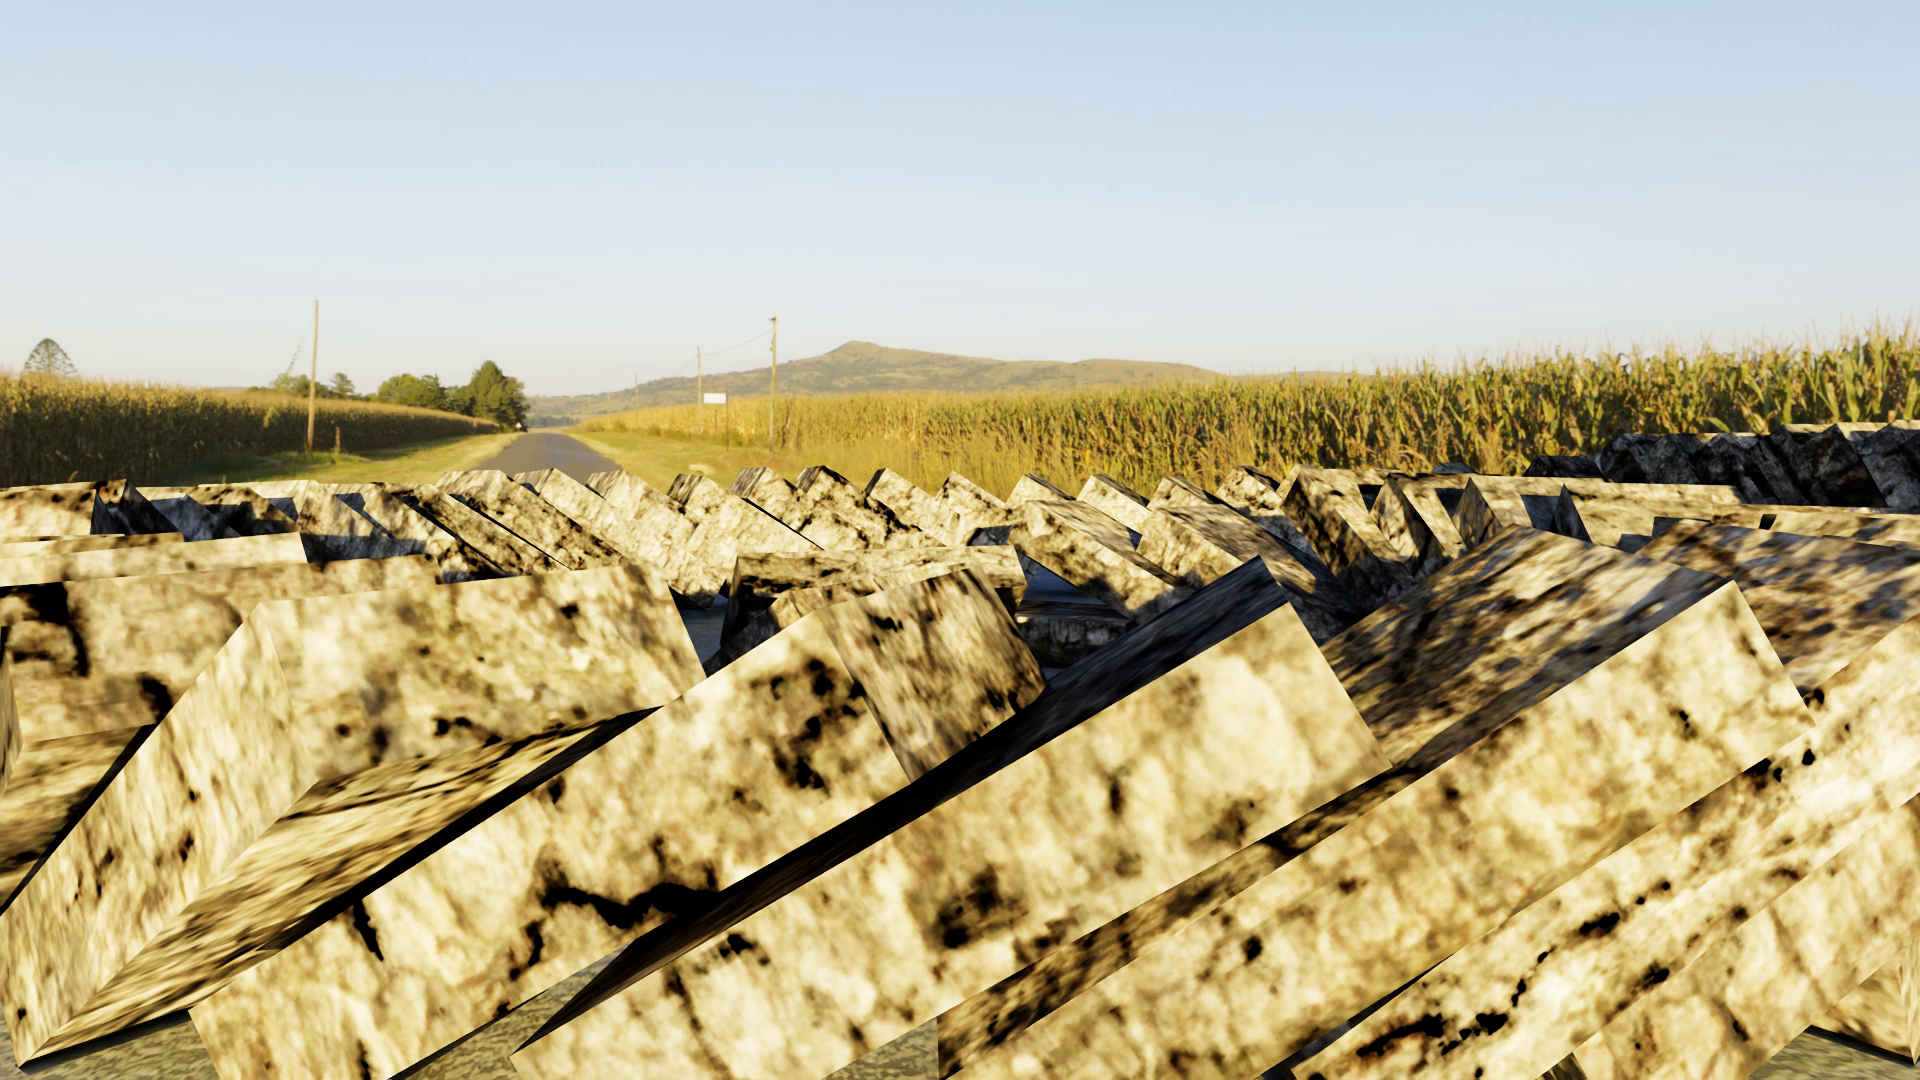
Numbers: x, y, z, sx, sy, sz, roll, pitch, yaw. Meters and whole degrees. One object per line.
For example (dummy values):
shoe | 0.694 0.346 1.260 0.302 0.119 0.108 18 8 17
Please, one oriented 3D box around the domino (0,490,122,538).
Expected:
domino | -0.110 0.012 0.153 0.025 0.009 0.050 -3 -31 -18

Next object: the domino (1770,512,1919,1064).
domino | 0.073 0.017 0.107 0.050 0.010 0.025 -40 27 -26

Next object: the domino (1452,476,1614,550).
domino | 0.099 0.009 0.198 0.025 0.009 0.050 1 39 -6

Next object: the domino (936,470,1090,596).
domino | 0.017 -0.002 0.364 0.050 0.010 0.025 32 2 -1

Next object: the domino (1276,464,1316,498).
domino | 0.111 -0.002 0.348 0.050 0.009 0.025 39 17 20

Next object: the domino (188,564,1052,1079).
domino | -0.020 0.019 0.081 0.050 0.009 0.025 -32 -7 19

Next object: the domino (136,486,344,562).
domino | -0.120 0.008 0.226 0.025 0.009 0.050 0 -29 14

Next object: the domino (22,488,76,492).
domino | -0.118 0.011 0.170 0.025 0.009 0.050 -3 -30 -5

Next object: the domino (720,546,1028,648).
domino | -0.016 0.013 0.229 0.050 0.010 0.025 -2 -40 -21

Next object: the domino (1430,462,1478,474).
domino | 0.144 -0.001 0.330 0.050 0.009 0.025 44 27 25

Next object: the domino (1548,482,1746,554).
domino | 0.103 0.011 0.179 0.025 0.010 0.050 2 39 5

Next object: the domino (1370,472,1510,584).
domino | 0.092 0.008 0.215 0.025 0.010 0.050 0 40 -15

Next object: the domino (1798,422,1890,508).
domino | 0.197 -0.001 0.263 0.025 0.050 0.009 -2 -29 -21

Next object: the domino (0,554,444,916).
domino | -0.059 0.018 0.095 0.025 0.009 0.050 -6 -25 -46

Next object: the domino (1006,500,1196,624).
domino | 0.036 0.008 0.252 0.050 0.010 0.025 32 18 27

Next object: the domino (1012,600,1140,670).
domino | 0.014 0.018 0.259 0.050 0.010 0.025 2 5 26

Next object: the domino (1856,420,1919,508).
domino | 0.200 0.000 0.251 0.025 0.050 0.009 -1 -28 -17

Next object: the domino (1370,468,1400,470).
domino | 0.130 -0.001 0.340 0.050 0.009 0.025 41 25 26

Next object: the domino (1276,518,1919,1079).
domino | 0.040 0.018 0.085 0.050 0.009 0.025 -34 10 -4

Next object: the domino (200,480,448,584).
domino | -0.117 0.006 0.242 0.025 0.010 0.050 -1 -29 17

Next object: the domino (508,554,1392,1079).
domino | 0.000 0.019 0.080 0.050 0.009 0.025 -32 -1 11

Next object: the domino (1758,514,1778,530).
domino | 0.096 0.015 0.137 0.025 0.010 0.050 4 37 40

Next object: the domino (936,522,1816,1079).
domino | 0.022 0.018 0.081 0.050 0.009 0.025 -33 8 2

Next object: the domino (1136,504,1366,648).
domino | 0.061 0.009 0.242 0.050 0.009 0.025 35 26 35

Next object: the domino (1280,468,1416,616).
domino | 0.082 0.006 0.231 0.025 0.010 0.050 -1 41 -26

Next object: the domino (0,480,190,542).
domino | -0.121 0.010 0.186 0.025 0.010 0.050 -4 -30 -2

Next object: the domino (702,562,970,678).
domino | -0.017 0.016 0.198 0.025 0.009 0.050 -39 -15 26

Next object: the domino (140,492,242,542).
domino | -0.122 0.009 0.208 0.025 0.010 0.050 1 -29 11

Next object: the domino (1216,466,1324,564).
domino | 0.096 -0.002 0.354 0.050 0.010 0.025 38 17 17

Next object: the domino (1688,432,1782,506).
domino | 0.188 -0.001 0.286 0.025 0.050 0.010 -2 -34 -22

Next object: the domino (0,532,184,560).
domino | -0.087 0.016 0.120 0.025 0.010 0.050 -6 -24 -34

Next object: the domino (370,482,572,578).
domino | -0.105 0.004 0.283 0.025 0.009 0.050 4 -26 39

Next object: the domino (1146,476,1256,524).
domino | 0.078 -0.001 0.359 0.050 0.009 0.025 33 14 15

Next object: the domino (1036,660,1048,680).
domino | 0.000 0.025 0.171 0.025 0.010 0.050 0 4 0

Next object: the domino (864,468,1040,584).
domino | -0.003 -0.002 0.359 0.050 0.009 0.025 32 -4 -9

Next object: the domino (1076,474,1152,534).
domino | 0.058 -0.002 0.363 0.050 0.009 0.025 33 11 10

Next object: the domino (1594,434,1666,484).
domino | 0.177 -0.003 0.308 0.025 0.050 0.010 -2 -34 -22

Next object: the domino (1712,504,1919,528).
domino | 0.105 0.014 0.156 0.025 0.009 0.050 3 37 31

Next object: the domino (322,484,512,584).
domino | -0.112 0.005 0.263 0.025 0.010 0.050 2 -28 27

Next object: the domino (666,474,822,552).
domino | -0.052 0.000 0.336 0.050 0.009 0.025 34 -11 -25

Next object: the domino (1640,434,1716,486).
domino | 0.182 -0.002 0.297 0.025 0.050 0.010 -2 -34 -22

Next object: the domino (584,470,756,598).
domino | -0.070 0.000 0.323 0.050 0.009 0.025 35 -19 -28

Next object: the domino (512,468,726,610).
domino | -0.084 0.001 0.311 0.050 0.009 0.025 37 -23 -32

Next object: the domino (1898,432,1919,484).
domino | 0.200 0.001 0.239 0.025 0.050 0.009 -1 -28 -17

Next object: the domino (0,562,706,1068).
domino | -0.042 0.019 0.085 0.050 0.009 0.025 -36 -17 33

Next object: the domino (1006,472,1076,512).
domino | 0.038 -0.002 0.365 0.050 0.009 0.025 32 9 6

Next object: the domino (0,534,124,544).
domino | -0.100 0.015 0.137 0.025 0.010 0.050 -2 -26 -25

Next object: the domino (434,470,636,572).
domino | -0.095 0.002 0.296 0.025 0.010 0.050 2 -30 42

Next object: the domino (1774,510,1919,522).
domino | 0.085 0.016 0.120 0.025 0.009 0.050 5 39 47

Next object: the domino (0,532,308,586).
domino | -0.072 0.017 0.106 0.025 0.009 0.050 -8 -23 -42

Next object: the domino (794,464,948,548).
domino | -0.022 -0.002 0.351 0.050 0.010 0.025 34 -11 -17

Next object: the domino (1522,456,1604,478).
domino | 0.166 -0.001 0.322 0.025 0.009 0.050 0 43 -23

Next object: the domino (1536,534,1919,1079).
domino | 0.055 0.018 0.090 0.050 0.009 0.025 -34 10 -8

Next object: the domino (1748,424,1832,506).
domino | 0.193 -0.001 0.274 0.025 0.050 0.009 -1 -30 -21

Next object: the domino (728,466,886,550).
domino | -0.037 -0.002 0.344 0.050 0.009 0.025 35 -12 -22
